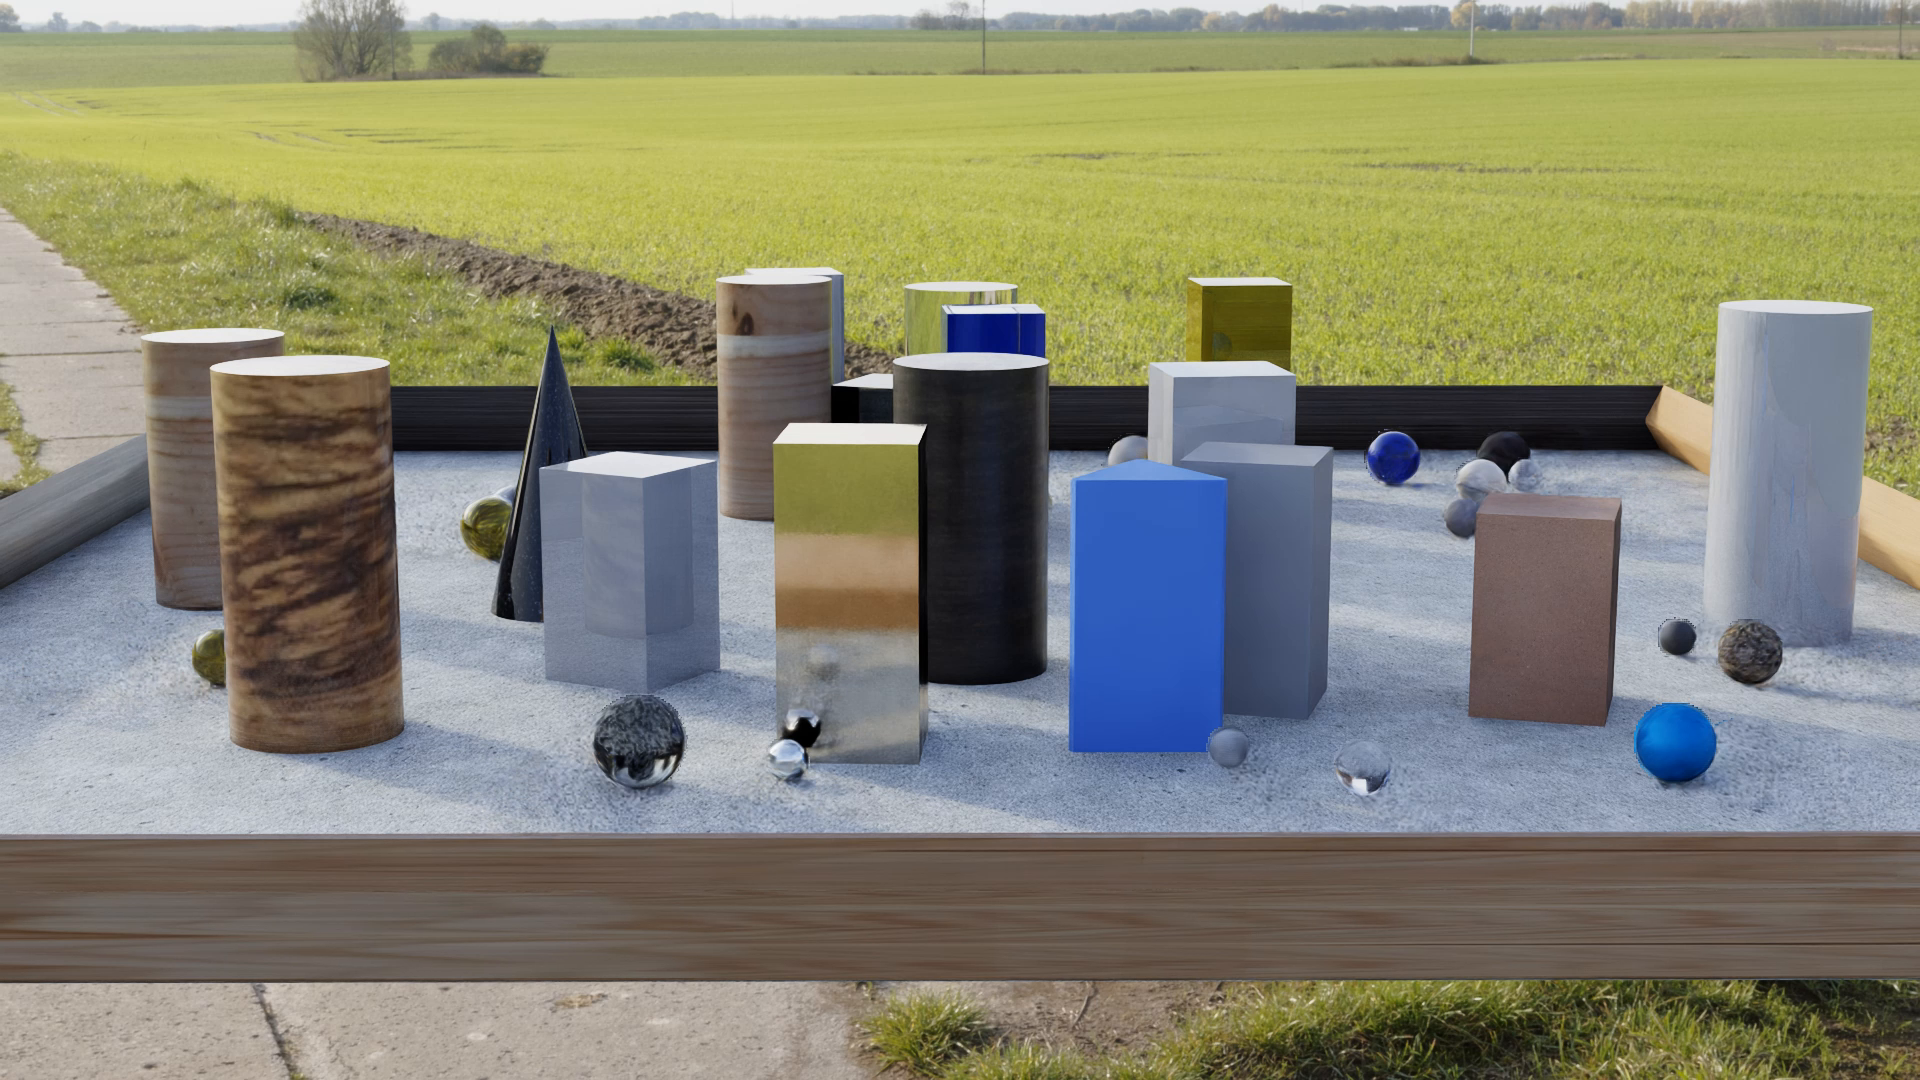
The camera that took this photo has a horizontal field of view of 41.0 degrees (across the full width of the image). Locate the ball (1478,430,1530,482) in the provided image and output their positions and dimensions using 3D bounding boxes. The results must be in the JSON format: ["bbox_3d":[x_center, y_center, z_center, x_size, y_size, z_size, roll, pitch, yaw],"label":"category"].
[{"bbox_3d":[0.953,-0.147,4.494,0.089,0.089,0.089,0,11,0],"label":"ball"}]

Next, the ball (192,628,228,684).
[{"bbox_3d":[-0.876,0.138,3.037,0.065,0.065,0.065,0,11,0],"label":"ball"}]

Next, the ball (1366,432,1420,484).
[{"bbox_3d":[0.756,-0.144,4.471,0.092,0.092,0.092,0,11,0],"label":"ball"}]

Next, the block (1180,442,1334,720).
[{"bbox_3d":[0.338,0.043,2.938,0.149,0.288,0.149,3,11,16],"label":"block"}]

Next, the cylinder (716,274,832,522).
[{"bbox_3d":[-0.300,-0.234,4.169,0.187,0.380,0.187,0,11,0],"label":"cylinder"}]

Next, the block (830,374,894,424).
[{"bbox_3d":[-0.084,-0.086,3.653,0.149,0.280,0.149,4,11,21],"label":"block"}]

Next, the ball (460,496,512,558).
[{"bbox_3d":[-0.694,-0.018,3.800,0.092,0.092,0.092,0,11,0],"label":"ball"}]

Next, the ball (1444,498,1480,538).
[{"bbox_3d":[0.781,-0.034,3.972,0.060,0.060,0.060,0,11,0],"label":"ball"}]

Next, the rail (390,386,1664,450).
[{"bbox_3d":[-0.008,-0.227,4.830,2.681,0.121,0.045,0,11,0],"label":"rail"}]

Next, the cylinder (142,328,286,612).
[{"bbox_3d":[-1.009,-0.099,3.500,0.187,0.361,0.187,0,11,0],"label":"cylinder"}]

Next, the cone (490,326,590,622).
[{"bbox_3d":[-0.539,-0.098,3.428,0.187,0.385,0.187,0,11,0],"label":"cone"}]

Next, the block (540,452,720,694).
[{"bbox_3d":[-0.393,0.036,3.066,0.149,0.255,0.149,6,12,29],"label":"block"}]

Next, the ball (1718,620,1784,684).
[{"bbox_3d":[0.935,0.133,3.035,0.075,0.075,0.075,0,11,0],"label":"ball"}]

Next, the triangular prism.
[{"bbox_3d":[0.198,0.068,2.784,0.162,0.294,0.140,0,11,0],"label":"triangular prism"}]

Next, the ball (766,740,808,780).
[{"bbox_3d":[-0.177,0.226,2.629,0.042,0.042,0.042,0,11,0],"label":"ball"}]

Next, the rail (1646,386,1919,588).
[{"bbox_3d":[1.317,0.030,3.457,0.045,0.121,2.856,0,11,0],"label":"rail"}]

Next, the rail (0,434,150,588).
[{"bbox_3d":[-1.317,0.033,3.442,0.045,0.121,2.856,0,11,0],"label":"rail"}]

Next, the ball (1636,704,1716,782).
[{"bbox_3d":[0.732,0.208,2.623,0.079,0.079,0.079,0,11,0],"label":"ball"}]

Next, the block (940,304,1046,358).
[{"bbox_3d":[0.050,-0.185,3.990,0.149,0.350,0.149,-1,11,-4],"label":"block"}]

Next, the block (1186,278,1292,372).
[{"bbox_3d":[0.464,-0.251,4.304,0.149,0.365,0.149,-1,11,-5],"label":"block"}]

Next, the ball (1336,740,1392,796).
[{"bbox_3d":[0.405,0.229,2.576,0.055,0.055,0.055,0,11,0],"label":"ball"}]

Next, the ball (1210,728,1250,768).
[{"bbox_3d":[0.281,0.217,2.676,0.042,0.042,0.042,0,11,0],"label":"ball"}]

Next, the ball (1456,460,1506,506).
[{"bbox_3d":[0.857,-0.091,4.217,0.082,0.082,0.082,0,11,0],"label":"ball"}]

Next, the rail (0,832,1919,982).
[{"bbox_3d":[0.008,0.289,2.069,2.681,0.121,0.045,0,11,0],"label":"rail"}]

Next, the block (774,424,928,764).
[{"bbox_3d":[-0.114,0.054,2.736,0.149,0.339,0.149,1,11,3],"label":"block"}]

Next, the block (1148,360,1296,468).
[{"bbox_3d":[0.319,-0.033,3.160,0.149,0.357,0.149,-1,11,-7],"label":"block"}]

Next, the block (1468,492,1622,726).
[{"bbox_3d":[0.666,0.076,2.914,0.149,0.233,0.149,3,11,17],"label":"block"}]

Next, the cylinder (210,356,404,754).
[{"bbox_3d":[-0.707,0.012,2.786,0.187,0.405,0.187,0,11,0],"label":"cylinder"}]

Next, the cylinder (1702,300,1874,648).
[{"bbox_3d":[1.056,-0.088,3.280,0.187,0.420,0.187,0,11,0],"label":"cylinder"}]

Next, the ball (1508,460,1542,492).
[{"bbox_3d":[0.967,-0.110,4.387,0.056,0.056,0.056,0,11,0],"label":"ball"}]

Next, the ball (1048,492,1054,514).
[{"bbox_3d":[0.126,-0.059,4.117,0.046,0.046,0.046,0,11,0],"label":"ball"}]

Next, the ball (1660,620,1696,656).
[{"bbox_3d":[0.890,0.121,3.183,0.044,0.044,0.044,0,11,0],"label":"ball"}]

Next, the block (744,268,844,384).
[{"bbox_3d":[-0.285,-0.278,4.428,0.149,0.371,0.149,-2,11,-12],"label":"block"}]

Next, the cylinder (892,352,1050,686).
[{"bbox_3d":[0.013,-0.029,3.090,0.187,0.374,0.187,0,11,0],"label":"cylinder"}]

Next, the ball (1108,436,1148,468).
[{"bbox_3d":[0.301,-0.136,4.434,0.090,0.090,0.090,0,11,0],"label":"ball"}]

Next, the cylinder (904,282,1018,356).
[{"bbox_3d":[0.002,-0.239,4.247,0.187,0.362,0.187,0,11,0],"label":"cylinder"}]

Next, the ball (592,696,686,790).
[{"bbox_3d":[-0.325,0.205,2.599,0.093,0.093,0.093,0,11,0],"label":"ball"}]

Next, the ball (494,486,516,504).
[{"bbox_3d":[-0.689,-0.043,3.962,0.082,0.082,0.082,0,11,0],"label":"ball"}]
